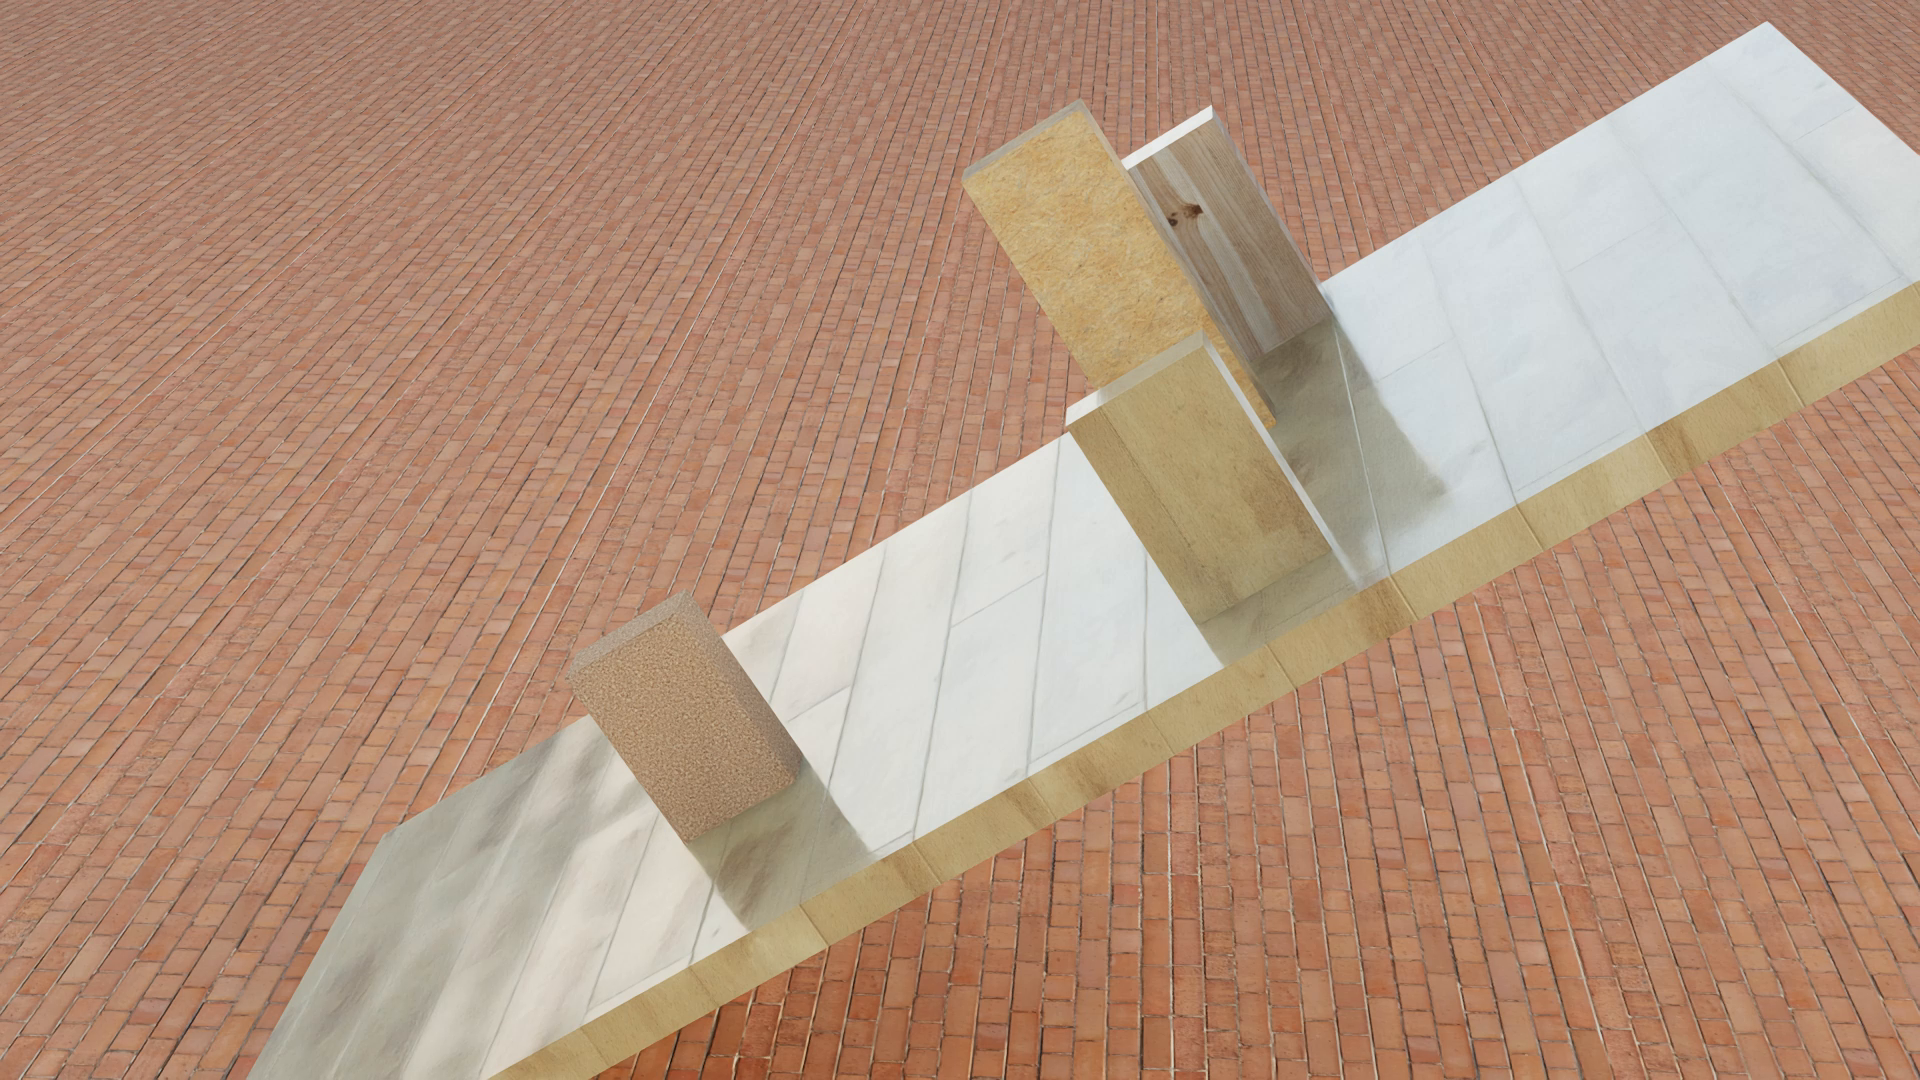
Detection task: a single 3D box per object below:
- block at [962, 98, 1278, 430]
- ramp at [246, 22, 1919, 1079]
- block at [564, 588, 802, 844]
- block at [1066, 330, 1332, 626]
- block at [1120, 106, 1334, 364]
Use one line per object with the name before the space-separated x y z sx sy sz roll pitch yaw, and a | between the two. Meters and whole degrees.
block | 0.343 -0.518 6.266 0.292 0.799 0.121 -30 15 13
ramp | 0.140 0.170 6.293 4.000 0.100 2.000 -30 15 13
block | -0.571 0.368 6.119 0.281 0.439 0.141 -30 15 13
block | 0.443 -0.114 5.453 0.293 0.460 0.111 -30 15 13
block | 0.563 -0.668 6.785 0.366 0.536 0.141 -30 15 13
